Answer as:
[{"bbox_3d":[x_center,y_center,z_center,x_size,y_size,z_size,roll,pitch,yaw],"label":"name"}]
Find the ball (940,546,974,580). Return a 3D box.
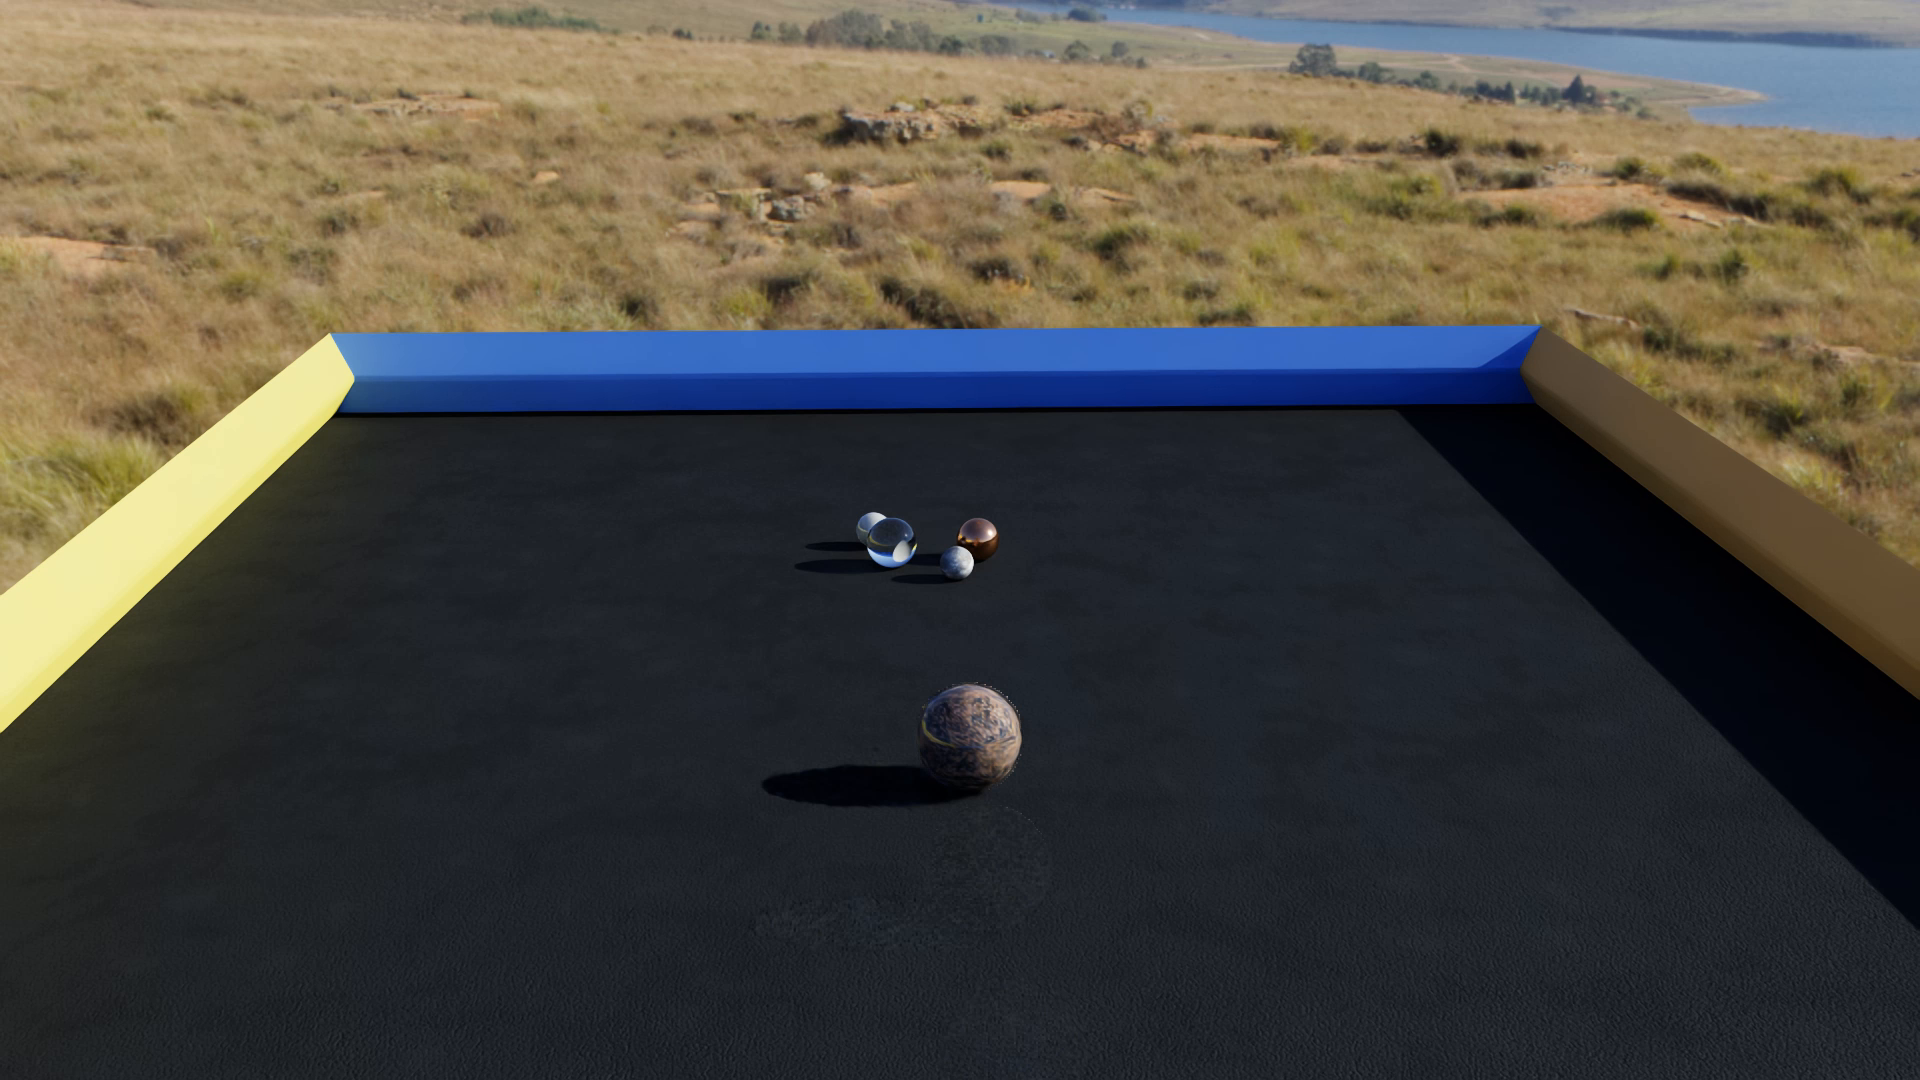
[{"bbox_3d":[-0.004,0.028,2.646,0.041,0.041,0.041,0,16,0],"label":"ball"}]

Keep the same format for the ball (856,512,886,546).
[{"bbox_3d":[-0.109,-0.013,2.778,0.044,0.044,0.044,0,16,0],"label":"ball"}]

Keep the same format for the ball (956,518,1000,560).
[{"bbox_3d":[0.022,-0.001,2.722,0.053,0.053,0.053,0,16,0],"label":"ball"}]

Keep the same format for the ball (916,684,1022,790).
[{"bbox_3d":[0.008,0.182,2.022,0.097,0.097,0.097,0,16,0],"label":"ball"}]

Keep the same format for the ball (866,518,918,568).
[{"bbox_3d":[-0.083,0.003,2.693,0.062,0.062,0.062,0,16,0],"label":"ball"}]

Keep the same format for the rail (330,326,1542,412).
[{"bbox_3d":[-0.029,-0.268,3.499,1.936,0.126,0.045,-1,16,-2],"label":"rail"}]

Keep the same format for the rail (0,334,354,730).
[{"bbox_3d":[-0.914,0.209,1.874,0.045,0.126,3.369,-1,16,-2],"label":"rail"}]

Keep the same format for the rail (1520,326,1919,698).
[{"bbox_3d":[0.973,0.190,1.938,0.045,0.126,3.369,-1,16,-2],"label":"rail"}]
